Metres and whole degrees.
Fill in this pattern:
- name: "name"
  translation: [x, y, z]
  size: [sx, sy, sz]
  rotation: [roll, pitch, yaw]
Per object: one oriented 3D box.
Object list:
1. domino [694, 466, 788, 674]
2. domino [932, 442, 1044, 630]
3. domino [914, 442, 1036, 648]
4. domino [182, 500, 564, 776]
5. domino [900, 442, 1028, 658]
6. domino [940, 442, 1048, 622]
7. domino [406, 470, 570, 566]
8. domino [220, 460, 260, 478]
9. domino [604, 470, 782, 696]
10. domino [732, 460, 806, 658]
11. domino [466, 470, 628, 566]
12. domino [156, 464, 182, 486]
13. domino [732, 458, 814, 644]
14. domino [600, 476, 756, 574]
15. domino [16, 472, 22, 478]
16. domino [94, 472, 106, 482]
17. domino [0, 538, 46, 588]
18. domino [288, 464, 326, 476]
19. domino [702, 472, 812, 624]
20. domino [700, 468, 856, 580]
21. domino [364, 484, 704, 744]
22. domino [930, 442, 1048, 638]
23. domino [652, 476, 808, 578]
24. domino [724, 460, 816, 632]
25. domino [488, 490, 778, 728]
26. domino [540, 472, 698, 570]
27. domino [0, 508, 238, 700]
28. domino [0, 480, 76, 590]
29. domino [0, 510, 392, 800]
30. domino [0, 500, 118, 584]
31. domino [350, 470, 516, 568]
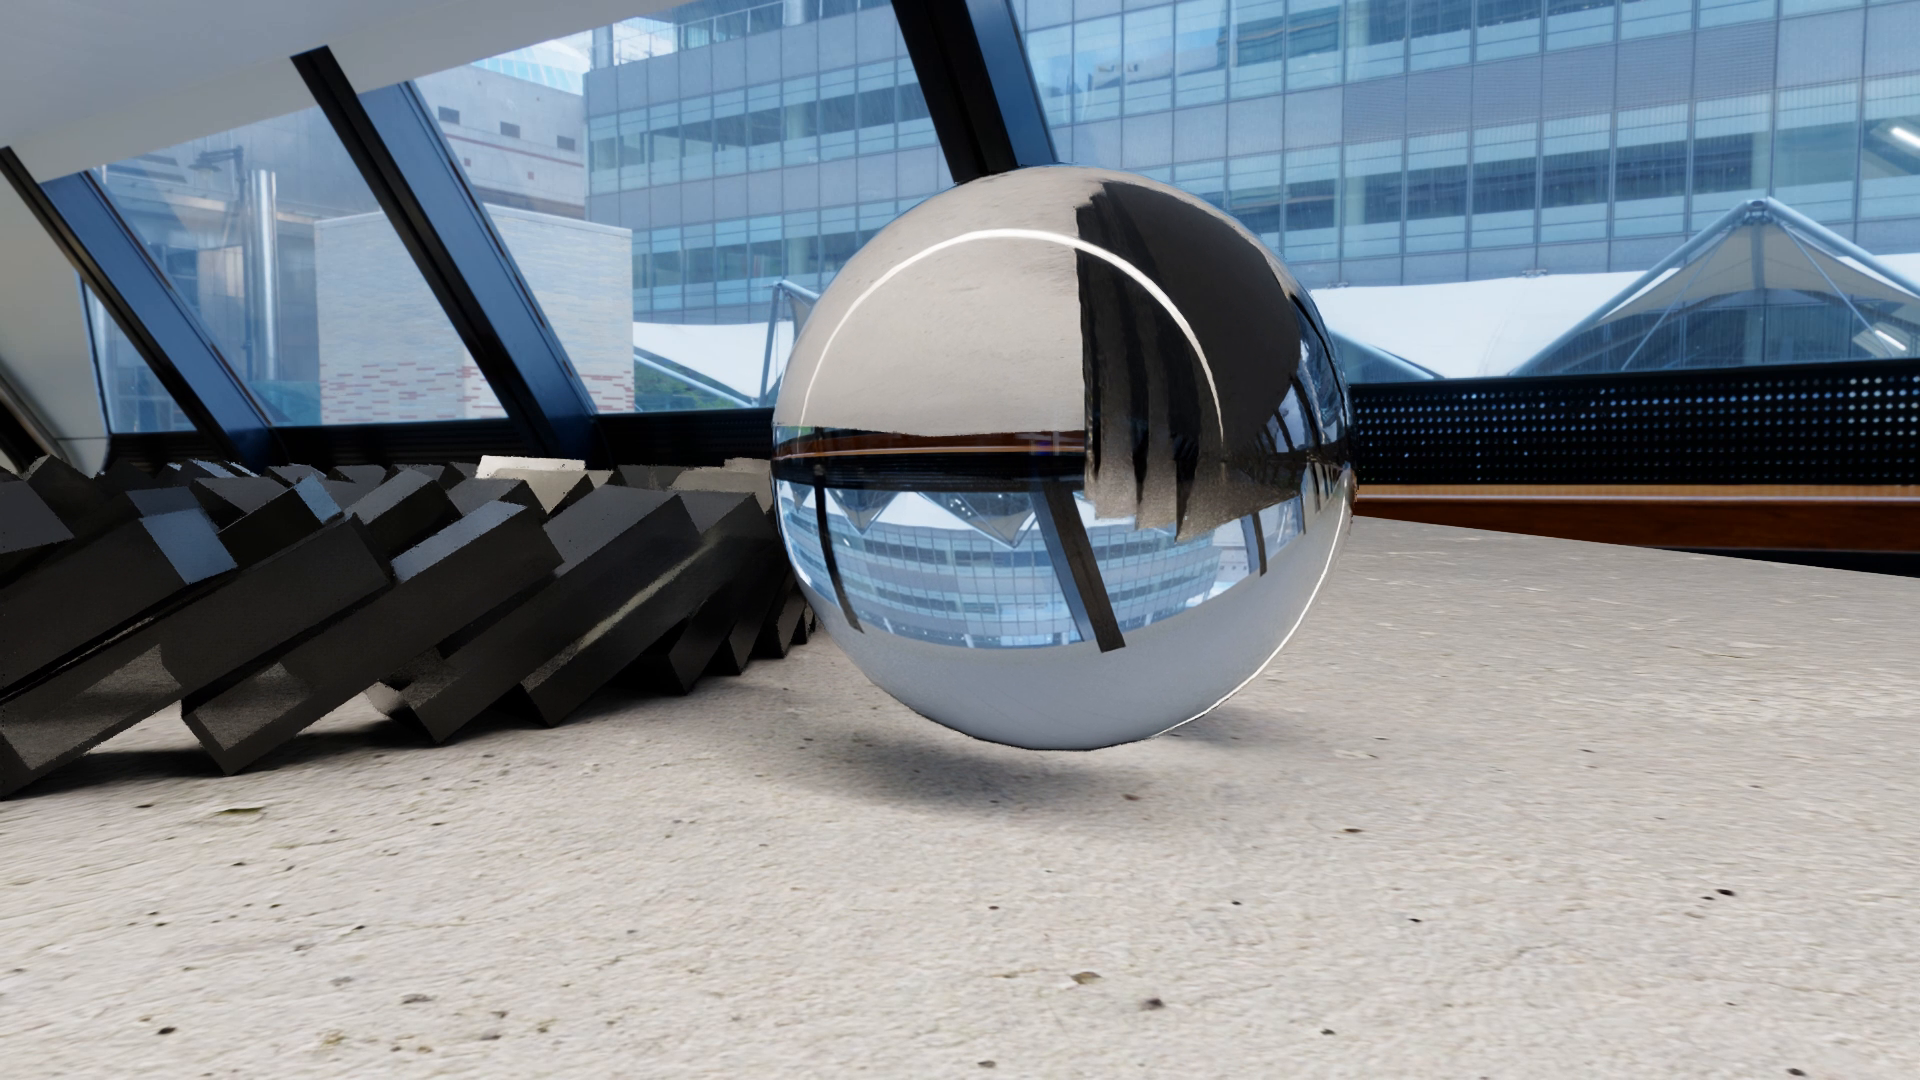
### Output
- name: "domino"
  translation: [-0.048, 0.005, 0.255]
  size: [0.025, 0.010, 0.050]
  rotation: [2, 41, 13]
- name: "domino"
  translation: [0.007, -0.002, 0.306]
  size: [0.025, 0.050, 0.009]
  rotation: [0, -39, 3]
- name: "domino"
  translation: [0.004, 0.000, 0.280]
  size: [0.025, 0.050, 0.009]
  rotation: [0, -39, 3]
- name: "domino"
  translation: [-0.084, 0.012, 0.183]
  size: [0.050, 0.009, 0.025]
  rotation: [-36, 21, -24]
- name: "domino"
  translation: [0.002, 0.001, 0.267]
  size: [0.025, 0.050, 0.009]
  rotation: [0, -39, 3]
- name: "domino"
  translation: [0.009, -0.003, 0.319]
  size: [0.025, 0.050, 0.010]
  rotation: [0, -39, 3]
- name: "domino"
  translation: [-0.164, -0.008, 0.448]
  size: [0.050, 0.009, 0.025]
  rotation: [30, 3, -1]
- name: "domino"
  translation: [-0.226, -0.009, 0.435]
  size: [0.050, 0.010, 0.025]
  rotation: [33, -11, -16]
- name: "domino"
  translation: [-0.051, 0.006, 0.236]
  size: [0.025, 0.010, 0.050]
  rotation: [3, 41, 22]
- name: "domino"
  translation: [-0.043, 0.003, 0.272]
  size: [0.025, 0.010, 0.050]
  rotation: [5, 41, 10]
- name: "domino"
  translation: [-0.144, -0.008, 0.450]
  size: [0.050, 0.009, 0.025]
  rotation: [30, 6, 6]
- name: "domino"
  translation: [-0.240, -0.008, 0.427]
  size: [0.050, 0.009, 0.025]
  rotation: [34, -11, -21]
- name: "domino"
  translation: [-0.043, 0.001, 0.290]
  size: [0.025, 0.010, 0.050]
  rotation: [4, 41, 2]
- name: "domino"
  translation: [-0.097, -0.006, 0.441]
  size: [0.050, 0.009, 0.025]
  rotation: [33, 20, 26]
- name: "domino"
  translation: [-0.271, -0.004, 0.403]
  size: [0.050, 0.010, 0.025]
  rotation: [35, -18, -35]
- name: "domino"
  translation: [-0.255, -0.006, 0.418]
  size: [0.050, 0.009, 0.025]
  rotation: [32, -10, -24]
- name: "domino"
  translation: [-0.295, -0.003, 0.368]
  size: [0.025, 0.010, 0.050]
  rotation: [3, -29, 36]
- name: "domino"
  translation: [-0.206, -0.009, 0.441]
  size: [0.050, 0.010, 0.025]
  rotation: [32, -5, -11]
- name: "domino"
  translation: [-0.052, 0.001, 0.323]
  size: [0.025, 0.010, 0.050]
  rotation: [-1, 37, -12]
- name: "domino"
  translation: [-0.060, -0.006, 0.419]
  size: [0.025, 0.010, 0.050]
  rotation: [-5, 37, -48]
- name: "domino"
  translation: [-0.067, 0.009, 0.200]
  size: [0.025, 0.010, 0.050]
  rotation: [8, 40, 47]
- name: "domino"
  translation: [0.007, -0.001, 0.293]
  size: [0.025, 0.050, 0.010]
  rotation: [0, -39, 3]
- name: "domino"
  translation: [-0.077, -0.005, 0.430]
  size: [0.050, 0.009, 0.025]
  rotation: [34, 22, 30]
- name: "domino"
  translation: [-0.046, 0.000, 0.305]
  size: [0.025, 0.009, 0.050]
  rotation: [1, 42, -3]
- name: "domino"
  translation: [-0.057, 0.010, 0.213]
  size: [0.025, 0.010, 0.050]
  rotation: [4, 37, 44]
- name: "domino"
  translation: [-0.119, -0.007, 0.449]
  size: [0.050, 0.009, 0.025]
  rotation: [32, 16, 20]
- name: "domino"
  translation: [-0.120, 0.014, 0.161]
  size: [0.050, 0.009, 0.025]
  rotation: [-33, 12, -12]
- name: "domino"
  translation: [-0.137, 0.012, 0.154]
  size: [0.050, 0.009, 0.025]
  rotation: [-37, 11, -5]
- name: "domino"
  translation: [-0.102, 0.013, 0.170]
  size: [0.050, 0.009, 0.025]
  rotation: [-33, 16, -18]
- name: "domino"
  translation: [-0.284, -0.004, 0.385]
  size: [0.025, 0.010, 0.050]
  rotation: [4, -27, 43]
- name: "domino"
  translation: [-0.183, -0.008, 0.447]
  size: [0.050, 0.010, 0.025]
  rotation: [30, 3, -3]
